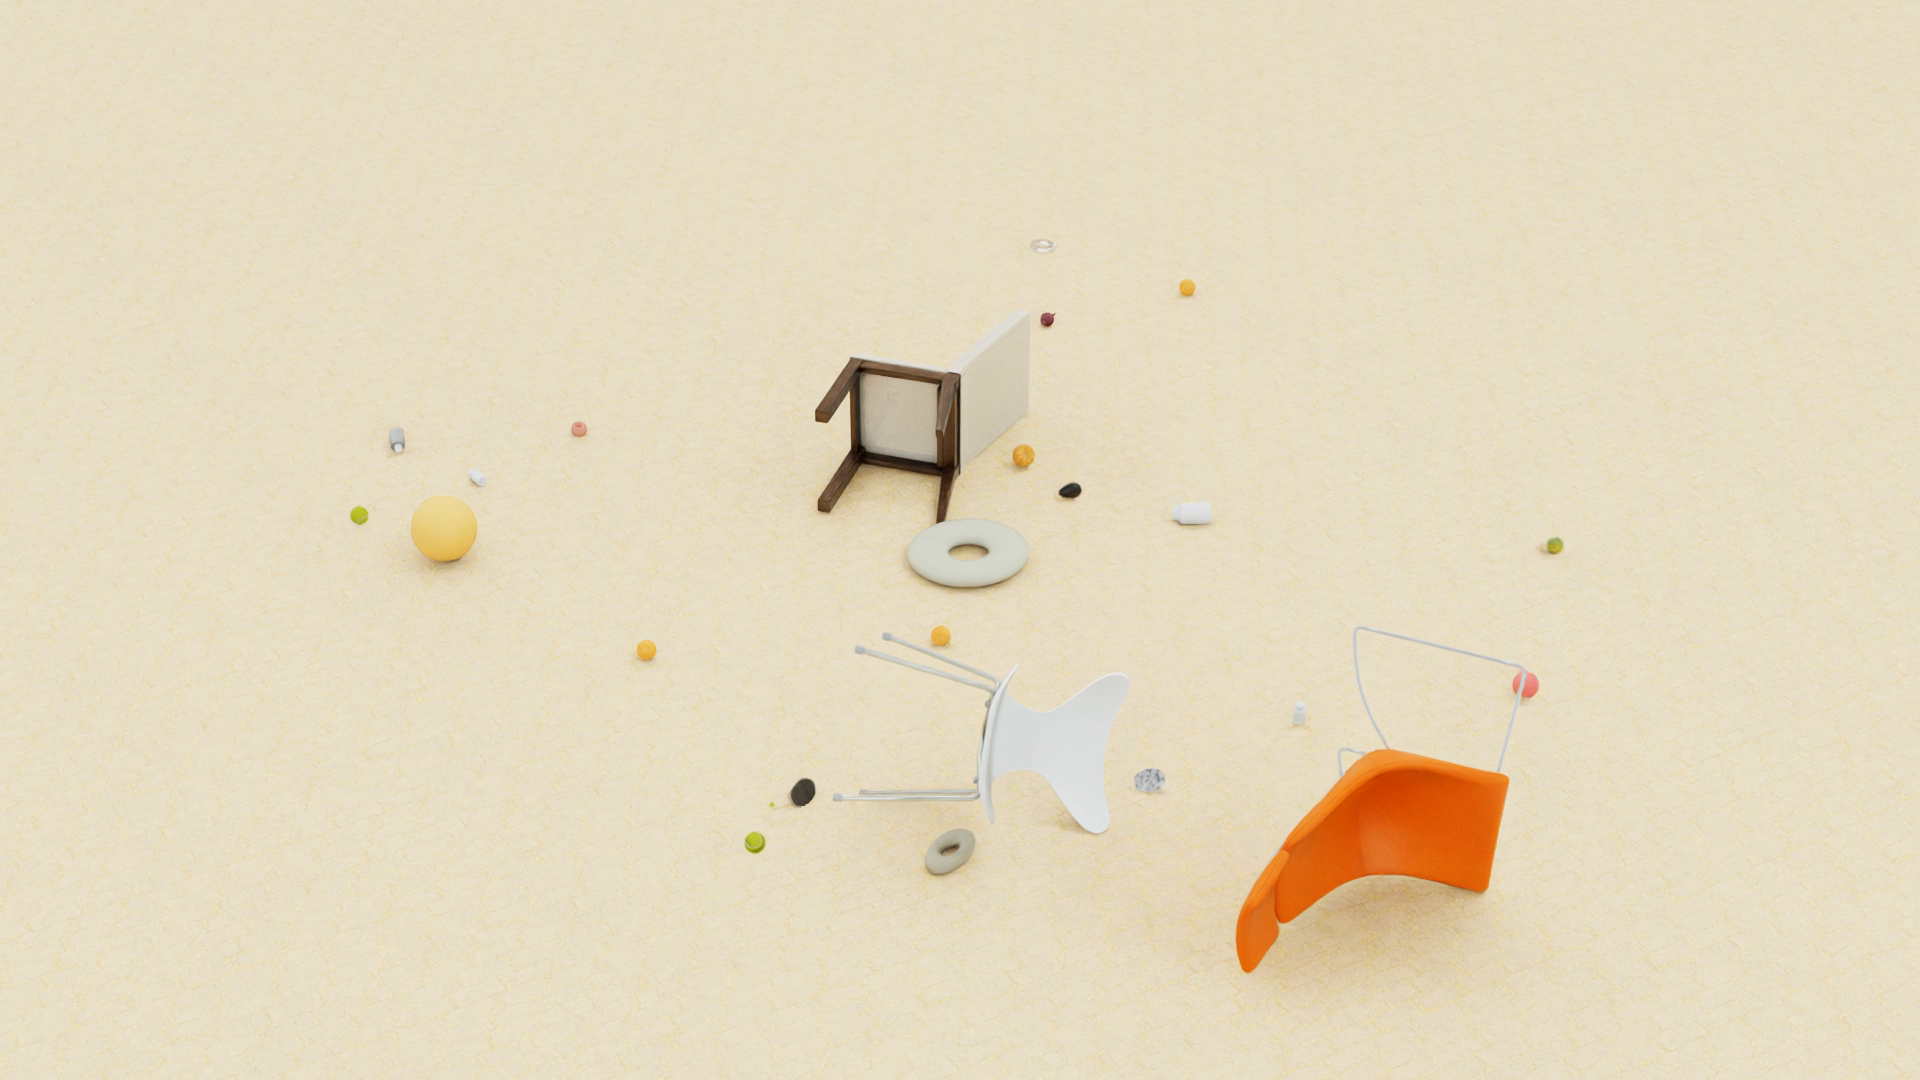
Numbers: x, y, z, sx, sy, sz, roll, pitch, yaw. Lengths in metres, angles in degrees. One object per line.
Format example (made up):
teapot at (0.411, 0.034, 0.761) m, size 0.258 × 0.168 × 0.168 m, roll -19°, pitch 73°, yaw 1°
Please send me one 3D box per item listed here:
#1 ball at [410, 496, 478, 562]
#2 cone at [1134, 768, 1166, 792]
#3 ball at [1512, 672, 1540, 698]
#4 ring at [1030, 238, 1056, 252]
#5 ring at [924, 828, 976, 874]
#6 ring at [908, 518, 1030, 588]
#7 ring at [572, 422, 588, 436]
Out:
ball at (-1.899, -0.043, 10.788) m, size 0.244 × 0.244 × 0.244 m, roll 0°, pitch 33°, yaw 0°
cone at (0.632, 0.798, 9.703) m, size 0.111 × 0.078 × 0.054 m, roll -14°, pitch -10°, yaw 14°
ball at (1.950, 0.499, 10.104) m, size 0.092 × 0.092 × 0.092 m, roll 0°, pitch 33°, yaw 0°
ring at (0.367, -1.295, 12.890) m, size 0.105 × 0.021 × 0.116 m, roll -27°, pitch 41°, yaw -34°
ring at (-0.031, 0.996, 9.386) m, size 0.131 × 0.052 × 0.226 m, roll 20°, pitch 39°, yaw 25°
ring at (0.032, 0.045, 10.810) m, size 0.451 × 0.073 × 0.417 m, roll -5°, pitch 34°, yaw -6°
ring at (-1.503, -0.438, 11.572) m, size 0.062 × 0.042 × 0.067 m, roll -11°, pitch 37°, yaw -13°
